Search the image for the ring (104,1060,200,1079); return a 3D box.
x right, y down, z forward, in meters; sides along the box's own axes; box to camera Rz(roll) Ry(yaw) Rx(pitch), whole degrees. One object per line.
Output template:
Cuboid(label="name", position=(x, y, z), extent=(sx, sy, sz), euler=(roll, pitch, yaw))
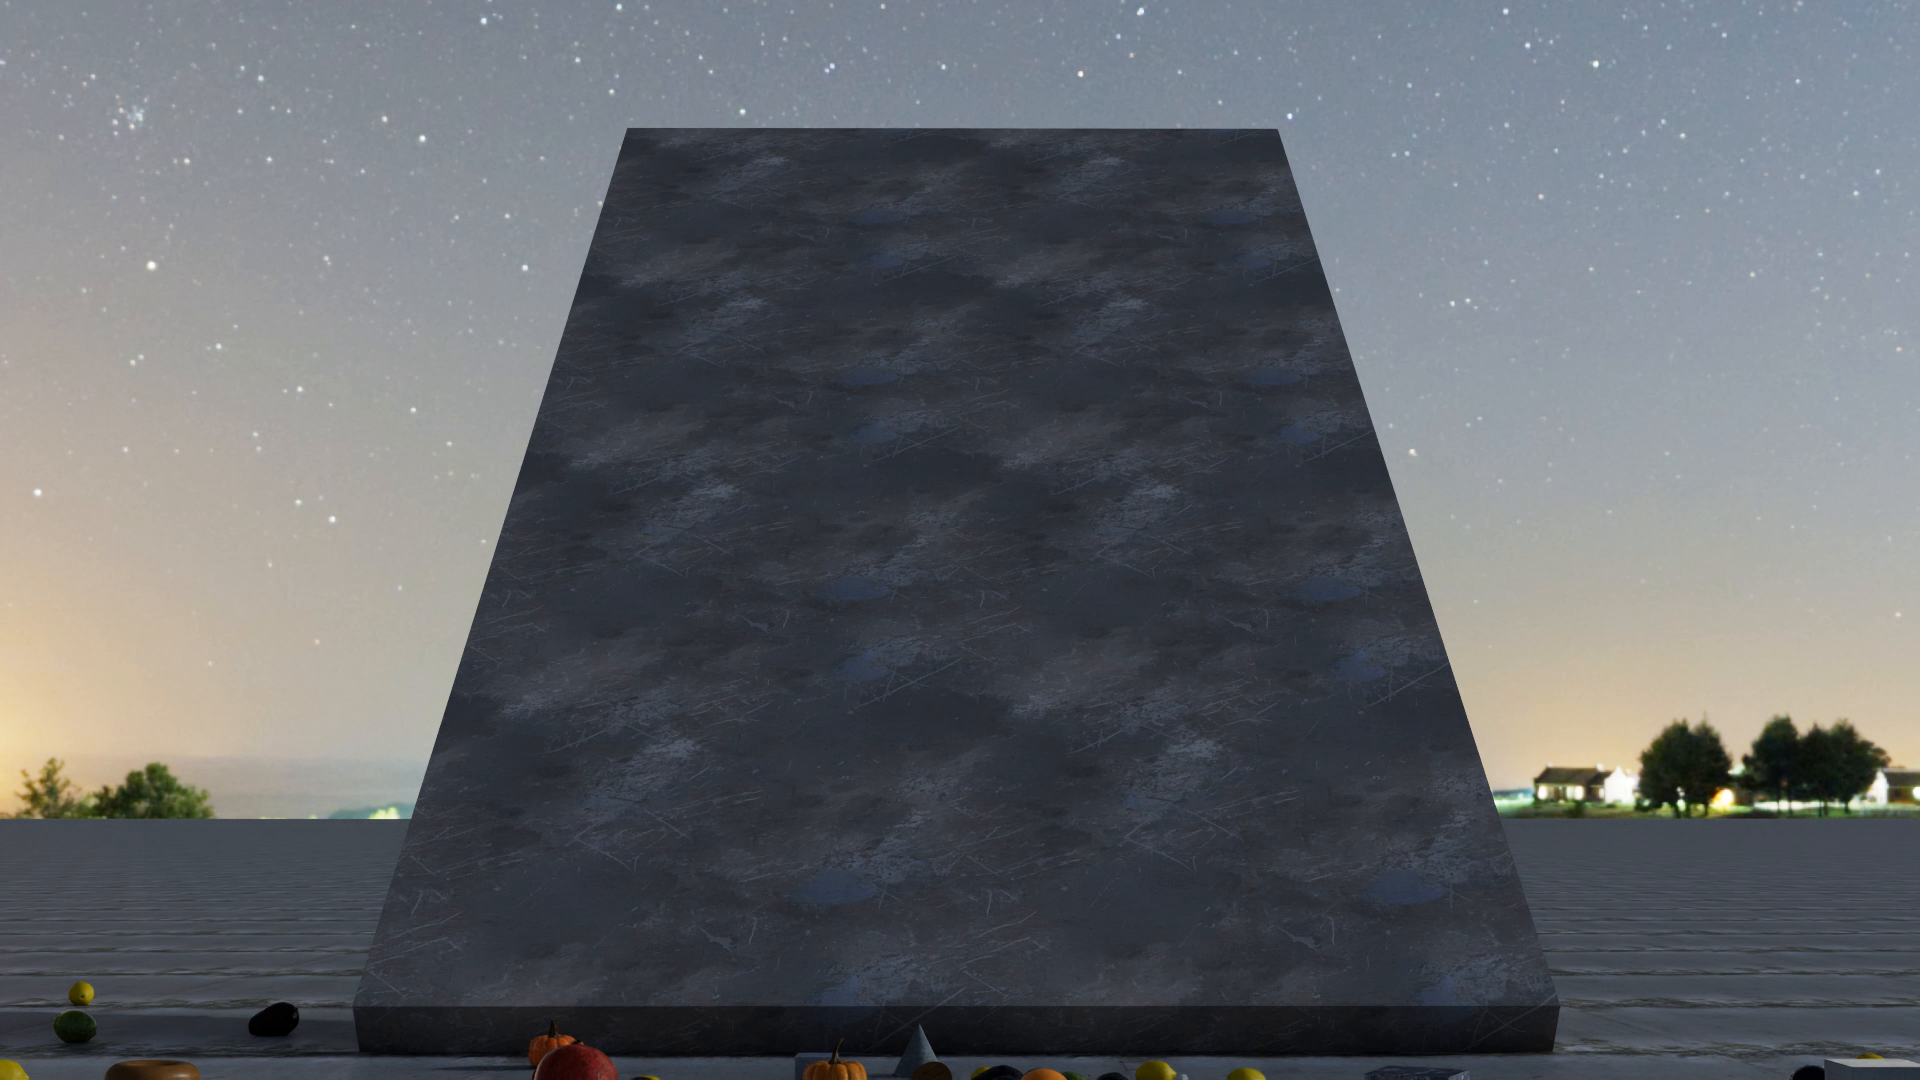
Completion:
Cuboid(label="ring", position=(-1.153, 0.769, 3.464), extent=(0.130, 0.043, 0.130), euler=(1, -7, 0))

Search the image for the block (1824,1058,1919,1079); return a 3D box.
Cuboid(label="block", position=(1.118, 0.685, 2.951), extent=(0.095, 0.095, 0.095), euler=(0, -6, 0))

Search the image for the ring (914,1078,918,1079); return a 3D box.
Cuboid(label="ring", position=(-0.052, 0.741, 3.212), extent=(0.131, 0.044, 0.131), euler=(1, -7, 0))

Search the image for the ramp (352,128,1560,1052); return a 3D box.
Cuboid(label="ramp", position=(-0.014, -0.204, 5.761), extent=(2.000, 0.100, 4.000), euler=(0, 31, 0))

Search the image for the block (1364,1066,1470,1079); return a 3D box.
Cuboid(label="block", position=(0.534, 0.669, 2.826), extent=(0.098, 0.098, 0.098), euler=(-3, -7, 26))

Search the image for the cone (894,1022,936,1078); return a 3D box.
Cuboid(label="cone", position=(-0.063, 0.776, 3.699), extent=(0.080, 0.080, 0.080), euler=(0, -6, 0))

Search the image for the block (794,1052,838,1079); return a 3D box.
Cuboid(label="block", position=(-0.202, 0.757, 3.427), extent=(0.058, 0.058, 0.058), euler=(0, -6, 0))
